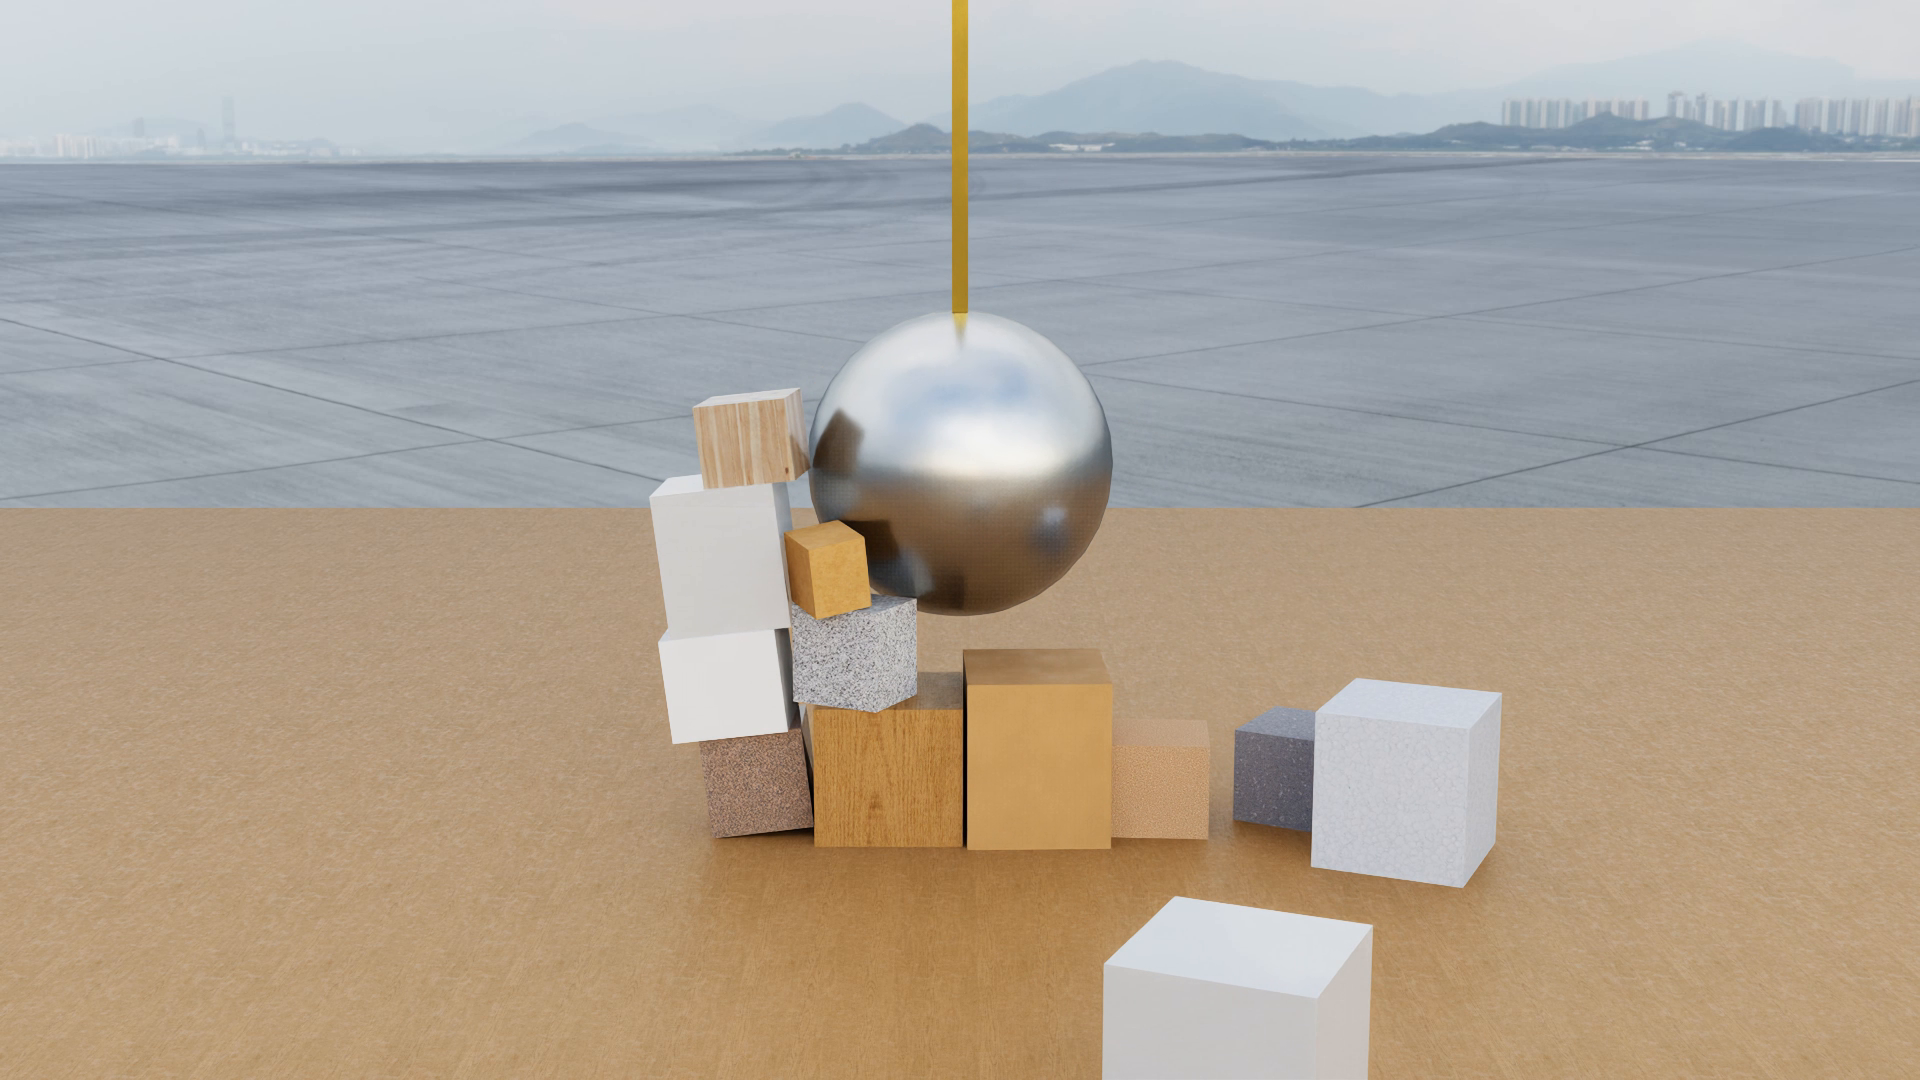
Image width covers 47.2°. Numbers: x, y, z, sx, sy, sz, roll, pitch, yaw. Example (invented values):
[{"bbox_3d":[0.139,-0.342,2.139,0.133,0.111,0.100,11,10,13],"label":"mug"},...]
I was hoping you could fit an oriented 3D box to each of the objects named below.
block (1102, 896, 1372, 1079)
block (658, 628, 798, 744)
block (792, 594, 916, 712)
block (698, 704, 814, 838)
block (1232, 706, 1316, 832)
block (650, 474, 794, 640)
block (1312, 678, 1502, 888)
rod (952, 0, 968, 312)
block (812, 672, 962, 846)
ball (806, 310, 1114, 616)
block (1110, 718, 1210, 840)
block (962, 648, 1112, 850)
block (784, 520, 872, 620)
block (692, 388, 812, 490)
[{"bbox_3d":[0.986,1.774,7.760,0.746,0.733,0.751,5,11,24],"label":"block"},{"bbox_3d":[-1.180,0.688,11.297,0.586,0.530,0.544,-6,10,3],"label":"block"},{"bbox_3d":[-0.531,0.556,11.135,0.482,0.500,0.418,5,12,28],"label":"block"},{"bbox_3d":[-1.034,1.193,11.386,0.522,0.522,0.476,-7,10,1],"label":"block"},{"bbox_3d":[1.815,1.206,11.577,0.563,0.484,0.568,6,12,30],"label":"block"},{"bbox_3d":[-1.183,0.056,11.225,0.612,0.732,0.608,-6,10,3],"label":"block"},{"bbox_3d":[2.214,1.182,10.881,0.743,0.781,0.753,5,11,24],"label":"block"},{"bbox_3d":[0.000,-3.699,10.673,0.080,5.200,0.080,0,14,0],"label":"rod"},{"bbox_3d":[-0.359,1.124,11.397,0.745,0.711,0.794,0,10,0],"label":"block"},{"bbox_3d":[0.000,-0.399,11.488,1.600,1.600,1.600,0,10,0],"label":"ball"},{"bbox_3d":[1.028,1.234,11.422,0.510,0.485,0.527,1,10,4],"label":"block"},{"bbox_3d":[0.386,1.064,11.337,0.720,0.850,0.781,0,10,-2],"label":"block"},{"bbox_3d":[-0.659,0.145,10.928,0.296,0.364,0.333,-13,21,-23],"label":"block"},{"bbox_3d":[-1.040,-0.512,11.035,0.465,0.411,0.406,-5,11,9],"label":"block"}]
